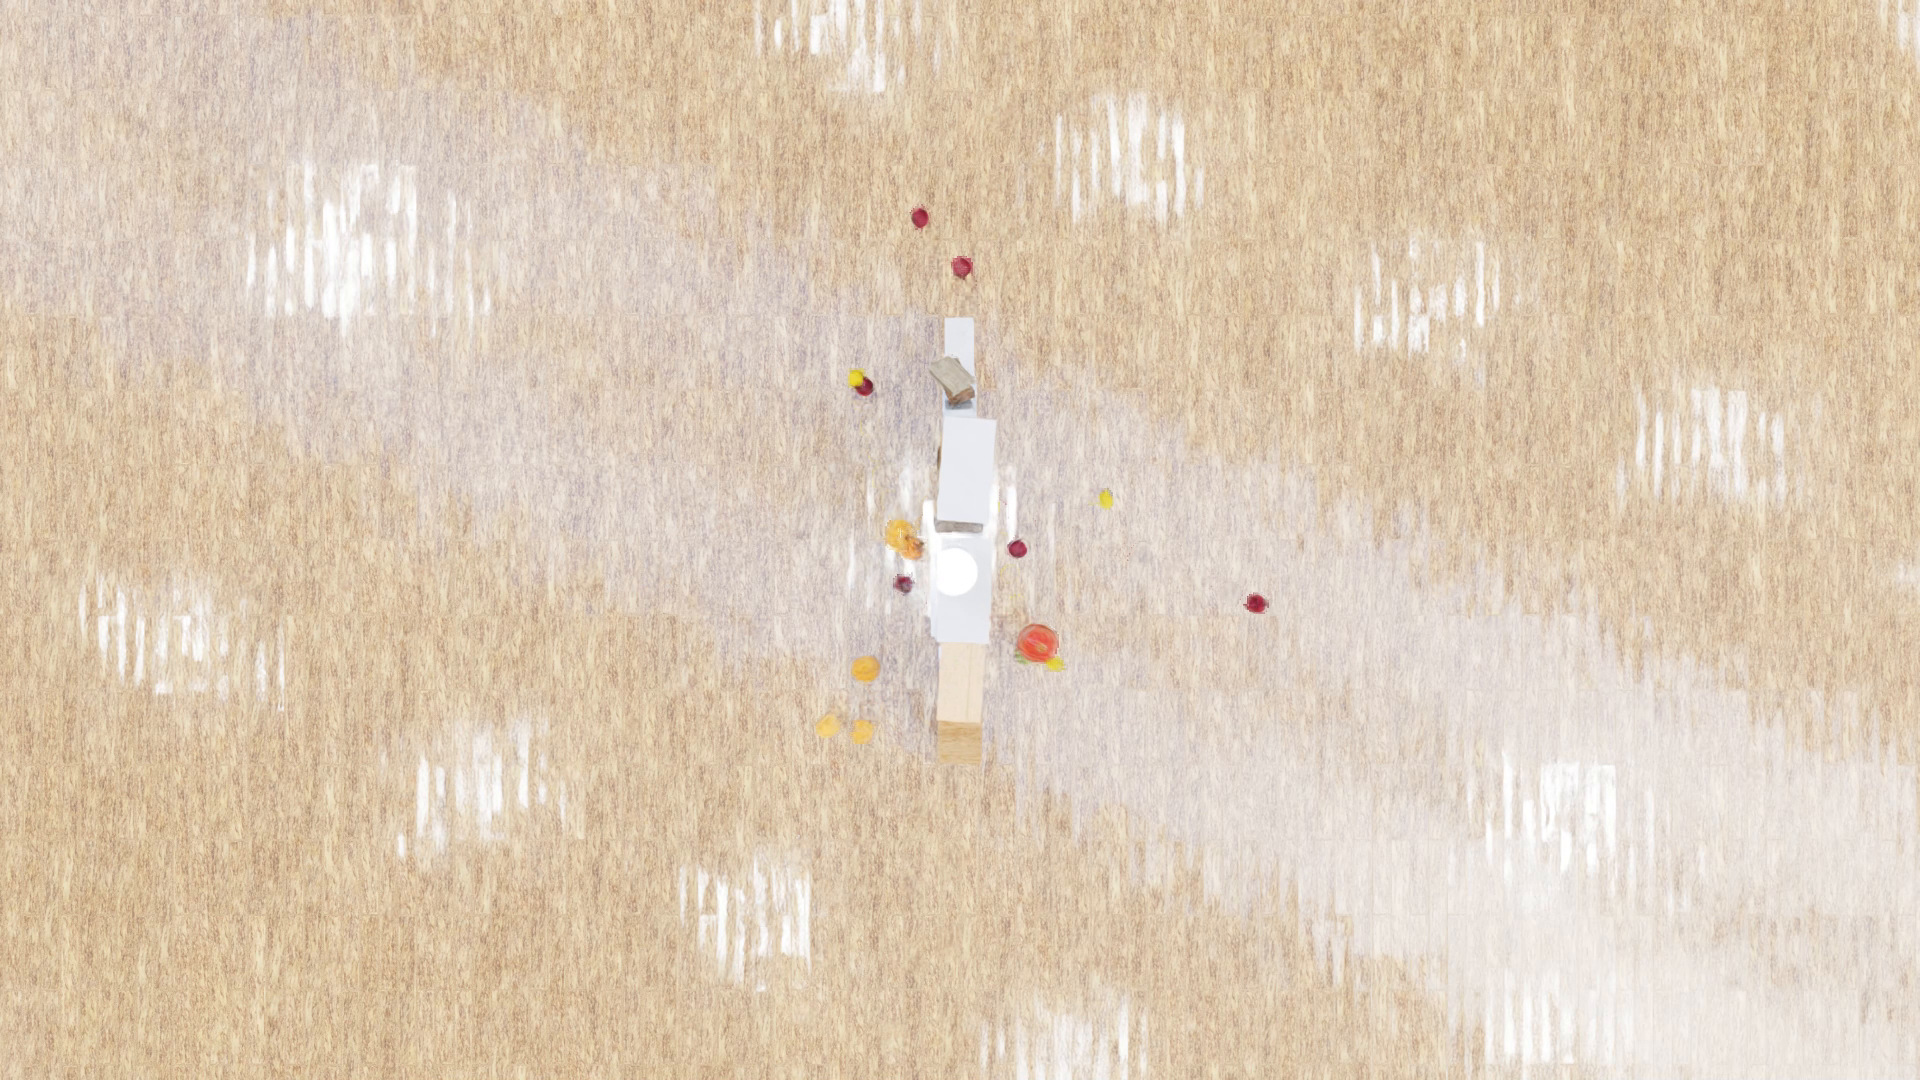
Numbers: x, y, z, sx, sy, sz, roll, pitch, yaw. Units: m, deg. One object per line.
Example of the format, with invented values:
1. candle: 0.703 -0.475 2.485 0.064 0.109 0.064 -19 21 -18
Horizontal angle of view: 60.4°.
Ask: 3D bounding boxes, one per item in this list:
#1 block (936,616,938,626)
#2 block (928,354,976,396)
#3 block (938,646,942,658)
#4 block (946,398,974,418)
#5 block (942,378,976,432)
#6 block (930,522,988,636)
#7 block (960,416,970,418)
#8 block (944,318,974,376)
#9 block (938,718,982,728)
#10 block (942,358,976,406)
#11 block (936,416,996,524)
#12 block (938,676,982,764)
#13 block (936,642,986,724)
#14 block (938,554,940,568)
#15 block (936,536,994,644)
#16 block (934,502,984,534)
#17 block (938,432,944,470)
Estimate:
1. block: 0.004 0.253 4.944 0.151 0.301 0.043 0 86 0
2. block: -0.028 -0.519 5.191 0.084 0.168 0.024 -31 131 -10
3. block: 0.000 0.349 5.142 0.131 0.428 0.037 1 86 0
4. block: -0.003 -0.414 5.169 0.084 0.168 0.024 -3 106 0
5. block: -0.001 -0.406 5.269 0.108 0.031 0.216 -1 90 0
6. block: -0.001 0.122 5.121 0.177 0.050 0.354 0 90 0
7. block: 0.006 -0.333 5.133 0.056 0.016 0.113 -3 90 0
8. block: -0.002 -0.619 5.301 0.093 0.026 0.185 0 90 0
9. block: 0.002 0.538 5.060 0.131 0.262 0.037 -4 91 0
10. block: -0.017 -0.500 5.202 0.084 0.203 0.024 -22 130 0
11. block: 0.018 -0.202 4.773 0.149 0.042 0.299 5 90 -2
12. block: 0.001 0.569 5.210 0.135 0.038 0.271 0 90 0
13. block: 0.004 0.409 4.909 0.131 0.037 0.262 4 90 0
14. block: 0.010 0.061 4.945 0.151 0.302 0.043 0 90 0
15. block: 0.014 0.145 4.772 0.151 0.043 0.302 3 89 0
16. block: -0.003 -0.066 4.947 0.149 0.299 0.042 0 81 0
17. block: 0.009 -0.268 5.013 0.149 0.435 0.042 0 83 -2
